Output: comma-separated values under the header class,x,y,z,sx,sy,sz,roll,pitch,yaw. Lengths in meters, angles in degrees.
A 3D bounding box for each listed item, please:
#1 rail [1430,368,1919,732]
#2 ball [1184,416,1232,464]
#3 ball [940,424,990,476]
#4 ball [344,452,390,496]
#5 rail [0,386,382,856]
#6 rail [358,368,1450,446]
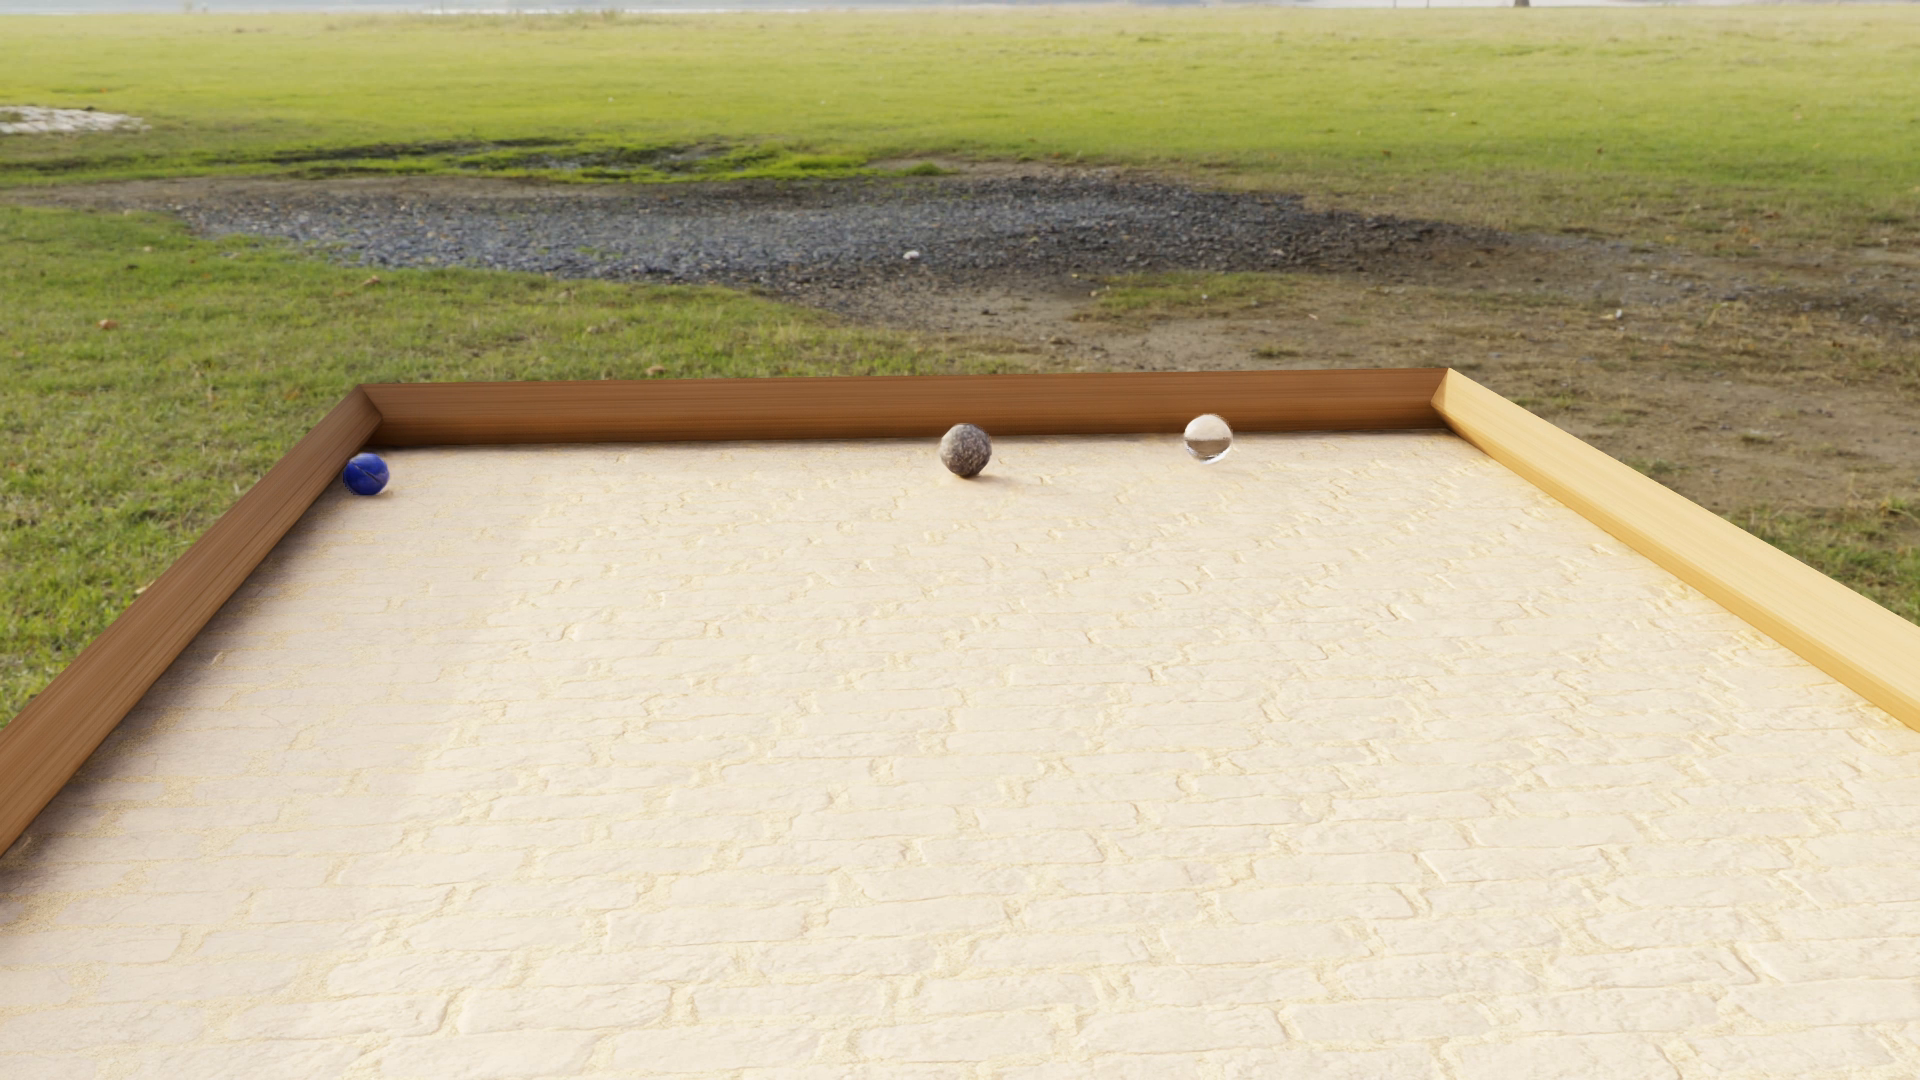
class,x,y,z,sx,sy,sz,roll,pitch,yaw
rail,0.974,0.181,2.098,0.045,0.105,3.531,-1,14,-5
ball,0.397,-0.161,3.528,0.077,0.077,0.077,0,14,0
ball,0.008,-0.140,3.436,0.081,0.081,0.081,0,14,0
ball,-0.891,-0.099,3.305,0.064,0.064,0.064,0,14,0
rail,-0.822,0.219,1.948,0.045,0.105,3.531,-1,14,-5
rail,-0.074,-0.221,3.707,1.850,0.105,0.045,-1,14,-5
